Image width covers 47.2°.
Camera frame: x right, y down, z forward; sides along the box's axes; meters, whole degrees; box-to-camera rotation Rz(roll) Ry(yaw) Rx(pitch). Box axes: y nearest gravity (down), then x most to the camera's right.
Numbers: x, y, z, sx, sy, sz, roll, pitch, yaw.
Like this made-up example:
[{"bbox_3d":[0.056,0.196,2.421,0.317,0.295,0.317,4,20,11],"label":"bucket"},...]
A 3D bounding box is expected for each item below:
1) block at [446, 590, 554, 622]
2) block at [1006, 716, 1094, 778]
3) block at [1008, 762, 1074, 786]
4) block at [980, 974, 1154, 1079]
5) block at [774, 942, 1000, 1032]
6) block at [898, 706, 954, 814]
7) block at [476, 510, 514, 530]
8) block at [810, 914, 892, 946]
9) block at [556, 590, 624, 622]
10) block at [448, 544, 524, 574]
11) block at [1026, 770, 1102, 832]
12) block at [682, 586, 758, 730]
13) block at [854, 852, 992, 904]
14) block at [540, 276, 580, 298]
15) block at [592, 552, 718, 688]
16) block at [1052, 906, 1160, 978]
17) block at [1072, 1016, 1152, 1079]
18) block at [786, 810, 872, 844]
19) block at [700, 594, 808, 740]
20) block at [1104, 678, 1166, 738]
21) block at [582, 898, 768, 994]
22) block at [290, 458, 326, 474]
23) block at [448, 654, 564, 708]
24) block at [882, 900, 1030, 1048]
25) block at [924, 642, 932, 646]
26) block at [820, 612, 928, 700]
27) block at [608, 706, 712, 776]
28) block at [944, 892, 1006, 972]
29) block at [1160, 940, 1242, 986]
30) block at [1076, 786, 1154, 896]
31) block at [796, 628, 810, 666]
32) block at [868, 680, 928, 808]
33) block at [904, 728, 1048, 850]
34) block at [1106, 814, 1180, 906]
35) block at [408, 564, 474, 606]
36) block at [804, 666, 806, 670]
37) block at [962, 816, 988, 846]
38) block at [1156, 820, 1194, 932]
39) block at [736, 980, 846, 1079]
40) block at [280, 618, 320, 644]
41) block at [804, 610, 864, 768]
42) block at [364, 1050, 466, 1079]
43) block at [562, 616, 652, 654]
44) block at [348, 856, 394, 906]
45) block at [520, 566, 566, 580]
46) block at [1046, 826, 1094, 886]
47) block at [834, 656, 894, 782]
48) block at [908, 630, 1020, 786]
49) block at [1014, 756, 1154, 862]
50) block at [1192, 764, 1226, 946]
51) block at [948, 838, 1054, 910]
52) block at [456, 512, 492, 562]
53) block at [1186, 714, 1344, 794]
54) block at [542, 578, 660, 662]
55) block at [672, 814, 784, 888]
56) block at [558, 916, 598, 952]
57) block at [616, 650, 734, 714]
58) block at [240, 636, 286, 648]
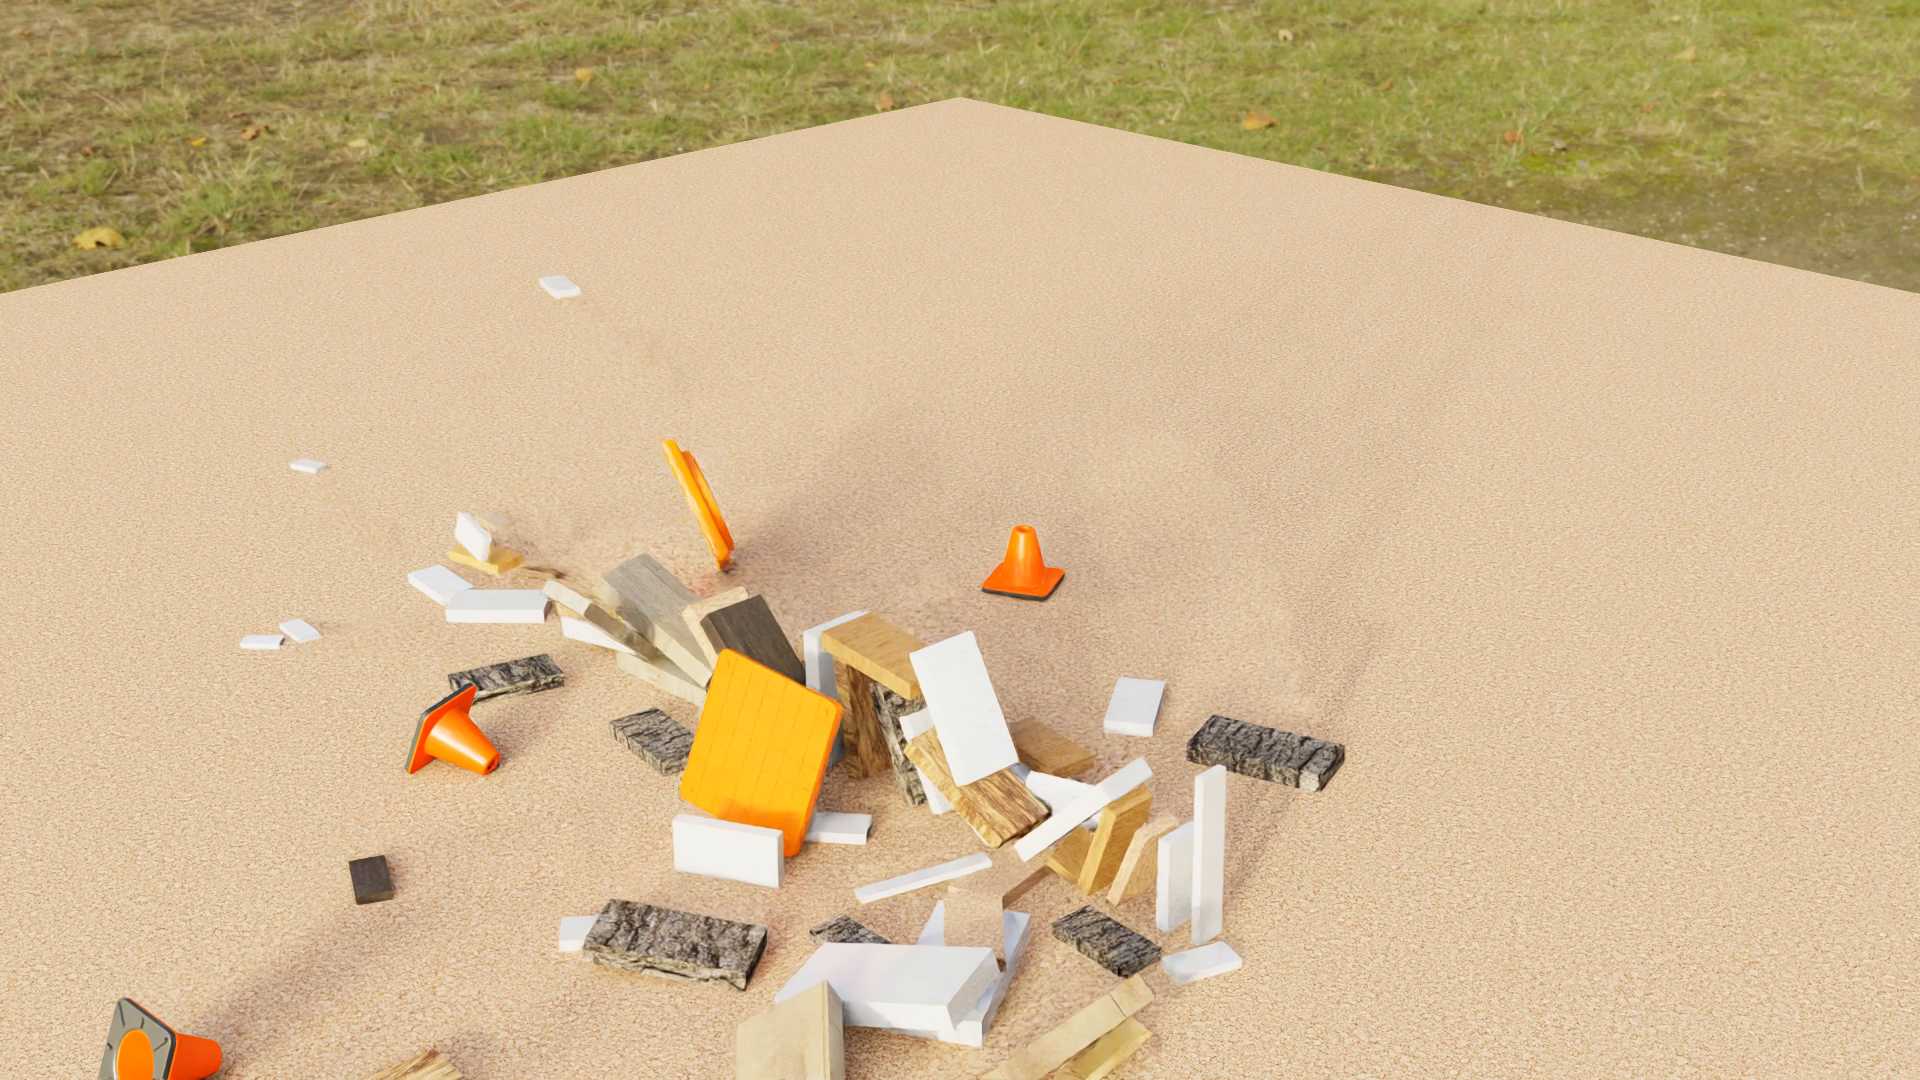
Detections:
[{"bbox_3d":[-1.117,0.160,5.341,0.235,0.033,0.117,0,23,1],"label":"block"},{"bbox_3d":[0.172,0.438,4.613,0.107,0.030,0.213,-16,28,-32],"label":"block"},{"bbox_3d":[0.122,0.489,4.571,0.209,0.030,0.104,-11,25,-24],"label":"block"},{"bbox_3d":[0.131,0.835,3.537,0.379,0.174,0.049,-25,73,-36],"label":"block"},{"bbox_3d":[-0.126,0.763,3.771,0.348,0.049,0.174,-5,21,31],"label":"block"},{"bbox_3d":[-0.043,0.441,4.469,0.104,0.209,0.030,-21,2,-40],"label":"block"},{"bbox_3d":[-1.240,-0.053,5.866,0.051,0.015,0.103,-18,29,-36],"label":"block"},{"bbox_3d":[-0.192,0.734,4.001,0.079,0.022,0.158,-20,30,-40],"label":"block"},{"bbox_3d":[-0.847,0.158,5.176,0.117,0.033,0.235,-17,15,-32],"label":"block"},{"bbox_3d":[-1.213,0.043,5.627,0.178,0.025,0.089,15,27,31],"label":"block"},{"bbox_3d":[0.240,0.528,4.376,0.213,0.107,0.030,11,47,24],"label":"block"},{"bbox_3d":[-0.472,0.258,4.849,0.151,0.043,0.301,-21,74,-40],"label":"block"},{"bbox_3d":[-0.070,0.642,4.182,0.262,0.013,0.046,-14,16,-15],"label":"block"},{"bbox_3d":[-1.432,-0.907,7.866,0.091,0.026,0.182,-12,26,-26],"label":"block"},{"bbox_3d":[-0.643,0.177,4.945,0.341,0.048,0.171,39,33,11],"label":"block"},{"bbox_3d":[0.265,0.731,4.005,0.094,0.027,0.187,-19,30,-38],"label":"block"},{"bbox_3d":[0.251,0.846,3.642,0.130,0.018,0.065,-38,15,-11],"label":"block"},{"bbox_3d":[-0.260,0.573,4.382,0.158,0.022,0.079,3,23,6],"label":"block"},{"bbox_3d":[-0.429,0.276,4.807,0.151,0.043,0.301,-21,74,-40],"label":"block"},{"bbox_3d":[0.386,0.368,4.855,0.107,0.030,0.213,5,23,11],"label":"block"},{"bbox_3d":[-0.511,0.727,3.951,0.298,0.042,0.149,10,24,7],"label":"block"},{"bbox_3d":[-1.850,-0.210,6.240,0.092,0.013,0.046,11,25,24],"label":"block"},{"bbox_3d":[-1.026,0.317,4.971,0.233,0.033,0.117,-12,26,-26],"label":"block"},{"bbox_3d":[-0.001,0.764,3.898,0.174,0.049,0.348,6,24,14],"label":"block"},{"bbox_3d":[-0.112,0.265,5.103,0.182,0.026,0.091,12,26,27],"label":"block"},{"bbox_3d":[-0.144,0.235,4.480,0.134,0.038,0.268,-21,36,-40],"label":"block"},{"bbox_3d":[-0.642,0.430,4.705,0.117,0.033,0.233,-17,28,-34],"label":"block"},{"bbox_3d":[0.025,0.702,3.942,0.107,0.030,0.214,0,23,-1],"label":"block"},{"bbox_3d":[0.433,0.759,3.948,0.130,0.018,0.065,-10,25,-23],"label":"block"},{"bbox_3d":[0.292,0.568,4.148,0.107,0.214,0.030,-22,49,-41],"label":"block"},{"bbox_3d":[-0.281,0.255,5.072,0.182,0.026,0.091,5,54,12],"label":"block"},{"bbox_3d":[-0.089,0.396,4.494,0.134,0.268,0.038,-22,7,-41],"label":"block"},{"bbox_3d":[0.032,0.481,4.376,0.139,0.039,0.278,-25,62,-42],"label":"block"},{"bbox_3d":[0.342,0.599,4.113,0.094,0.187,0.027,-20,52,-39],"label":"block"},{"bbox_3d":[-1.289,0.111,5.466,0.089,0.025,0.178,-18,29,-36],"label":"block"},{"bbox_3d":[-0.290,0.326,4.958,0.182,0.026,0.091,11,26,25],"label":"block"},{"bbox_3d":[0.032,0.507,4.402,0.104,0.030,0.209,-20,59,-39],"label":"block"},{"bbox_3d":[0.404,0.621,4.056,0.027,0.187,0.094,20,30,41],"label":"block"},{"bbox_3d":[-0.275,0.866,3.554,0.175,0.049,0.349,-29,22,8],"label":"block"},{"bbox_3d":[-1.572,0.216,5.233,0.051,0.015,0.103,-19,29,-37],"label":"block"},{"bbox_3d":[-0.251,0.315,4.631,0.151,0.301,0.043,-21,28,-40],"label":"block"},{"bbox_3d":[-0.925,0.908,3.582,0.215,0.030,0.108,-19,29,-37],"label":"block"},{"bbox_3d":[-0.772,0.199,5.128,0.171,0.048,0.341,-18,15,-35],"label":"block"},{"bbox_3d":[-1.127,0.650,4.204,0.068,0.019,0.137,-8,24,-18],"label":"block"},{"bbox_3d":[-1.050,0.082,5.532,0.103,0.015,0.051,9,9,19],"label":"block"},{"bbox_3d":[0.226,0.610,4.258,0.068,0.019,0.137,38,33,10],"label":"block"},{"bbox_3d":[-0.187,0.353,4.583,0.134,0.268,0.038,-21,23,-41],"label":"block"},{"bbox_3d":[0.008,0.332,4.354,0.139,0.278,0.039,-19,-1,-39],"label":"block"},{"bbox_3d":[0.233,0.513,4.182,0.139,0.278,0.039,-24,77,-47],"label":"block"},{"bbox_3d":[0.449,0.572,3.974,0.065,0.343,0.018,-21,29,-41],"label":"block"},{"bbox_3d":[0.084,0.643,4.207,0.107,0.030,0.214,16,28,33],"label":"block"},{"bbox_3d":[-1.230,-0.008,5.559,0.019,0.068,0.137,-7,34,-41],"label":"block"},{"bbox_3d":[0.645,0.450,4.646,0.298,0.042,0.149,12,26,26],"label":"block"},{"bbox_3d":[-0.776,0.176,4.768,0.117,0.033,0.345,27,-10,25],"label":"block"},{"bbox_3d":[-0.444,0.596,4.218,0.215,0.108,0.030,7,22,16],"label":"block"},{"bbox_3d":[-0.653,0.720,4.036,0.158,0.022,0.079,-2,23,-5],"label":"block"},{"bbox_3d":[-0.609,0.292,5.010,0.341,0.048,0.171,20,30,39],"label":"block"},{"bbox_3d":[-1.642,0.240,5.179,0.092,0.013,0.046,0,23,1],"label":"block"}]
